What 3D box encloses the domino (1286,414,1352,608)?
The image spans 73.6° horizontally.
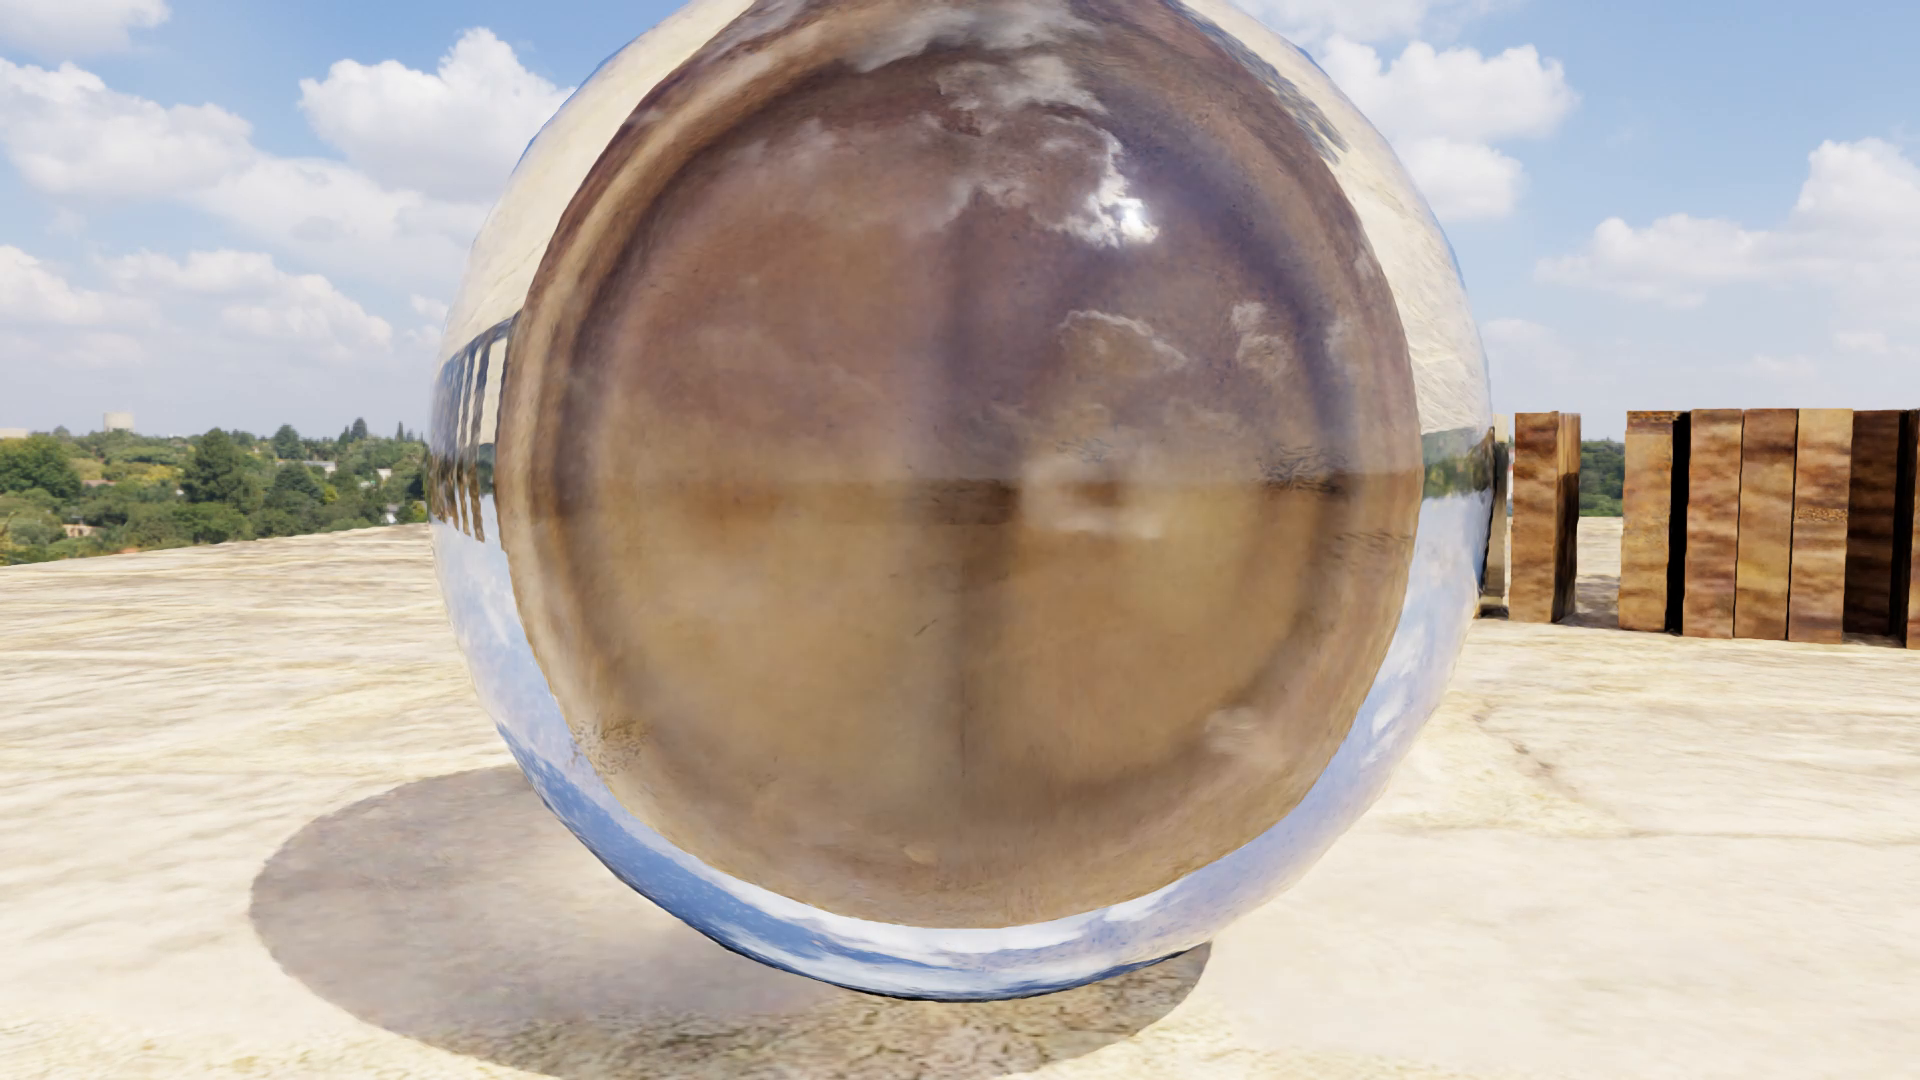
[{"bbox_3d":[0.097,-0.008,0.346,0.009,0.050,0.025,3,5,31],"label":"domino"}]

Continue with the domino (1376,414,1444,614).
[{"bbox_3d":[0.117,-0.007,0.333,0.010,0.050,0.025,3,5,33],"label":"domino"}]

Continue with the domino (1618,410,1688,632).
[{"bbox_3d":[0.162,-0.005,0.300,0.010,0.050,0.025,3,5,36],"label":"domino"}]

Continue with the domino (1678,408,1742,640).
[{"bbox_3d":[0.170,-0.004,0.291,0.010,0.050,0.025,2,5,27],"label":"domino"}]

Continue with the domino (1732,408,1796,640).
[{"bbox_3d":[0.180,-0.004,0.289,0.009,0.050,0.025,2,5,28],"label":"domino"}]

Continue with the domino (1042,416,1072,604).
[{"bbox_3d":[0.017,-0.009,0.350,0.025,0.050,0.009,3,5,35],"label":"domino"}]

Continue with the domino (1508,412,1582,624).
[{"bbox_3d":[0.144,-0.006,0.314,0.009,0.050,0.025,3,5,37],"label":"domino"}]

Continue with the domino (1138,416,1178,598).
[{"bbox_3d":[0.057,-0.010,0.364,0.010,0.050,0.025,1,4,12],"label":"domino"}]

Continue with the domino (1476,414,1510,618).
[{"bbox_3d":[0.130,-0.007,0.324,0.010,0.050,0.025,3,5,36],"label":"domino"}]

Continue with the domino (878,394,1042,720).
[{"bbox_3d":[0.000,0.002,0.201,0.025,0.050,0.010,0,4,0],"label":"domino"}]

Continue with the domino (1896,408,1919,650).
[{"bbox_3d":[0.207,-0.003,0.272,0.009,0.050,0.025,3,5,32],"label":"domino"}]

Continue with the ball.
[{"bbox_3d":[0.000,-0.005,0.103,0.080,0.080,0.080,0,4,0],"label":"ball"}]

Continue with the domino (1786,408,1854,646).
[{"bbox_3d":[0.188,-0.004,0.283,0.009,0.050,0.025,2,5,28],"label":"domino"}]

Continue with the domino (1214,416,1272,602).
[{"bbox_3d":[0.079,-0.009,0.356,0.010,0.050,0.025,2,5,26],"label":"domino"}]

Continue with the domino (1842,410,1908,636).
[{"bbox_3d":[0.213,-0.004,0.294,0.025,0.050,0.010,-3,5,-36],"label":"domino"}]

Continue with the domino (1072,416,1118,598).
[{"bbox_3d":[0.035,-0.010,0.364,0.009,0.050,0.025,-1,4,-15],"label":"domino"}]
